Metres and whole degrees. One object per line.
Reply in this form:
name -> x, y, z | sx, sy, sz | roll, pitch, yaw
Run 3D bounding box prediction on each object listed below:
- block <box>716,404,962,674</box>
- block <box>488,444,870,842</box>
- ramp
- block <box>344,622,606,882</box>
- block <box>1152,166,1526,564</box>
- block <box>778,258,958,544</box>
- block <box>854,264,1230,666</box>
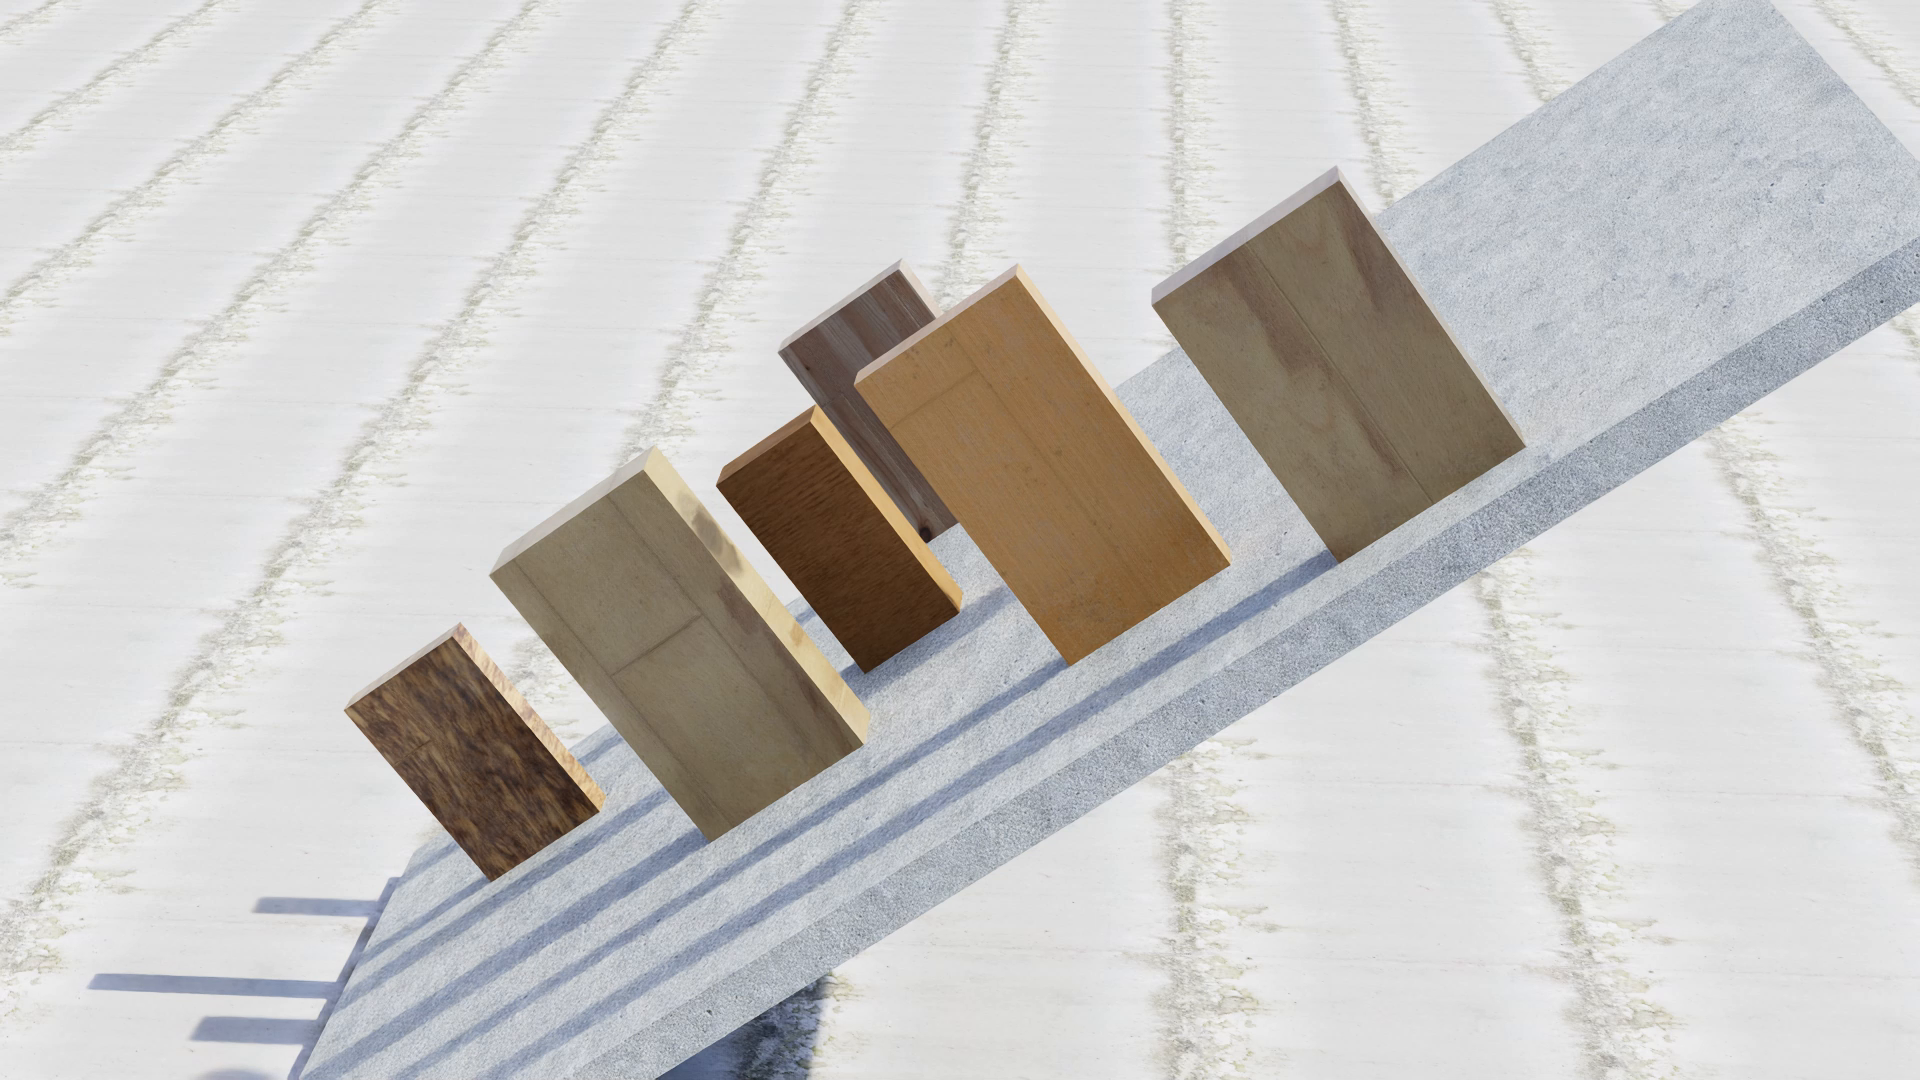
block -> -0.262, 0.000, 6.483 | 0.261, 0.545, 0.118 | -33, 16, 16
block -> -0.580, 0.223, 6.164 | 0.410, 0.747, 0.147 | -33, 16, 16
ramp -> 0.133, 0.176, 6.313 | 4.000, 0.100, 2.000 | -33, 16, 16
block -> -1.148, 0.507, 6.978 | 0.338, 0.551, 0.083 | -33, 16, 16
block -> 0.669, -0.305, 5.202 | 0.392, 0.592, 0.101 | -33, 16, 16
block -> -0.109, -0.327, 6.996 | 0.359, 0.591, 0.090 | -33, 16, 16
block -> 0.162, -0.137, 5.630 | 0.378, 0.705, 0.081 | -33, 16, 16
